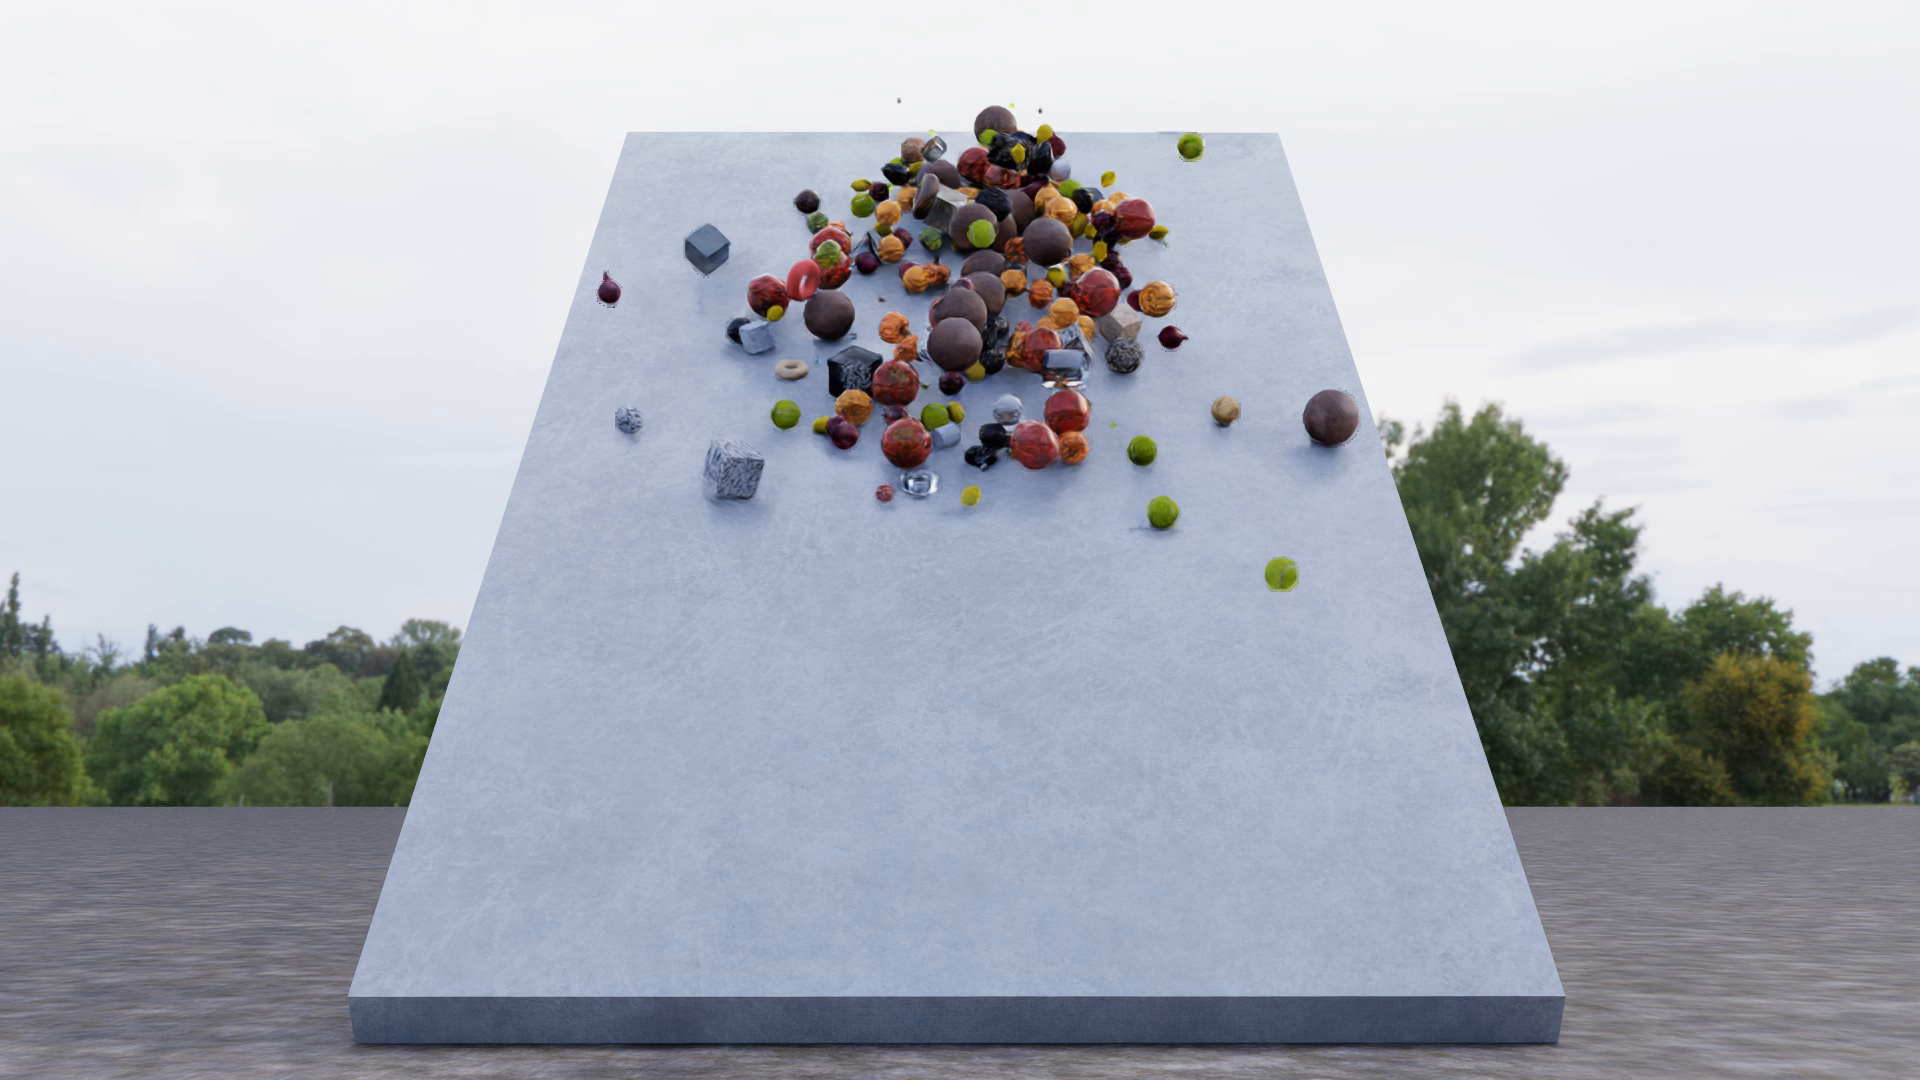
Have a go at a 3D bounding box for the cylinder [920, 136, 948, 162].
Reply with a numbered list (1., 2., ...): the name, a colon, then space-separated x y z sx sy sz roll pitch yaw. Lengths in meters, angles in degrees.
1. cylinder: -0.069 -1.049 6.486 0.052 0.052 0.052 -37 -26 29

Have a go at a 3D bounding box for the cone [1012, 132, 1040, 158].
1. cone: 0.170 -1.108 6.982 0.100 0.100 0.100 11 -34 8

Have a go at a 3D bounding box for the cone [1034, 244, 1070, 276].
1. cone: 0.231 -0.760 6.399 0.089 0.089 0.089 35 10 24

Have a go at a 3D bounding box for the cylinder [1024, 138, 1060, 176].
1. cylinder: 0.232 -1.129 7.125 0.092 0.092 0.092 -6 18 45

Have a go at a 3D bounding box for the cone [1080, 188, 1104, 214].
1. cone: 0.360 -0.948 6.822 0.075 0.075 0.075 2 -10 -17

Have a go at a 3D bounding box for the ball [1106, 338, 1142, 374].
1. ball: 0.405 -0.455 5.960 0.091 0.091 0.091 0 -6 0

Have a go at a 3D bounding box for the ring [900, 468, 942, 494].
1. ring: -0.089 -0.133 5.462 0.092 0.031 0.092 1 31 -1

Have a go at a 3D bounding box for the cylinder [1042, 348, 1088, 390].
1. cylinder: 0.245 -0.395 5.597 0.091 0.091 0.091 4 -5 13

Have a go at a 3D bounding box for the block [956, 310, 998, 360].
1. block: 0.042 -0.512 6.033 0.080 0.080 0.080 7 -34 13

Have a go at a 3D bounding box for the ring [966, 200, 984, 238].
1. ring: 0.040 -0.888 6.690 0.036 0.107 0.107 0 -6 12

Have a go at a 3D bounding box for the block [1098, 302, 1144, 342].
1. block: 0.406 -0.544 6.114 0.071 0.071 0.071 -23 -33 -34

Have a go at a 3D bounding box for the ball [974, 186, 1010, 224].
1. ball: 0.087 -0.895 6.460 0.099 0.099 0.099 0 -6 0

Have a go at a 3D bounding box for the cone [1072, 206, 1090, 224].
1. cone: 0.343 -0.918 6.758 0.052 0.052 0.052 10 -26 5

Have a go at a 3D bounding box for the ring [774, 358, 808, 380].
1. ring: -0.415 -0.421 5.960 0.084 0.028 0.084 1 31 -1

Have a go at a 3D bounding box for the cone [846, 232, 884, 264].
1. cone: -0.272 -0.772 6.549 0.096 0.096 0.096 -25 -11 9

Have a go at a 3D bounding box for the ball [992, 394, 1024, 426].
1. ball: 0.111 -0.299 5.579 0.072 0.072 0.072 0 -6 0

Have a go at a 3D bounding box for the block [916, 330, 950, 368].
1. block: -0.065 -0.459 5.807 0.055 0.055 0.055 -36 -62 15

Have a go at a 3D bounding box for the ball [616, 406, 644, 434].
1. ball: -0.776 -0.282 5.681 0.065 0.065 0.065 0 -6 0

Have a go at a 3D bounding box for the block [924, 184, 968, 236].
1. block: -0.039 -0.916 6.696 0.088 0.088 0.088 23 33 -12

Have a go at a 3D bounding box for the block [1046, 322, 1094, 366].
1. block: 0.272 -0.469 5.961 0.083 0.083 0.083 -25 29 14

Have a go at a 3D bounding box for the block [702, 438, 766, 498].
1. block: -0.508 -0.161 5.419 0.094 0.094 0.094 4 24 -33

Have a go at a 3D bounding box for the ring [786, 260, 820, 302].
1. ring: -0.394 -0.652 6.072 0.037 0.110 0.110 30 11 33

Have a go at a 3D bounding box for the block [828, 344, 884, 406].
1. block: -0.251 -0.399 5.850 0.096 0.096 0.096 23 39 32

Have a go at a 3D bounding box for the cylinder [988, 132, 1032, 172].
1. cylinder: 0.140 -1.087 6.766 0.092 0.092 0.092 20 1 19

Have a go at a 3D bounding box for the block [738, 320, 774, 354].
1. block: -0.511 -0.510 6.058 0.061 0.061 0.061 -22 22 -21

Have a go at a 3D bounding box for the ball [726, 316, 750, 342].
1. ball: -0.557 -0.532 6.111 0.066 0.066 0.066 0 -6 0

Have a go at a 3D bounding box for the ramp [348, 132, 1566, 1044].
1. ramp: -0.013 -0.209 5.724 2.000 0.100 4.000 0 30 0

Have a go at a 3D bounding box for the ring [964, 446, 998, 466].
1. ring: 0.050 -0.194 5.572 0.080 0.027 0.080 1 29 0

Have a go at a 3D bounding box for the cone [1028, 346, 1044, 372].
1. cone: 0.198 -0.457 5.990 0.063 0.063 0.063 0 30 0

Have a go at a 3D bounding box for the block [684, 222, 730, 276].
1. block: -0.675 -0.778 6.459 0.083 0.083 0.083 -40 -17 -25

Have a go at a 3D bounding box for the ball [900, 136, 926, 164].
1. ball: -0.133 -1.121 6.958 0.079 0.079 0.079 0 -6 0

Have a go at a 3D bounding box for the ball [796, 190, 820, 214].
1. ball: -0.431 -0.959 6.847 0.070 0.070 0.070 0 -6 0

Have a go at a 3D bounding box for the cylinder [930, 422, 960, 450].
1. cylinder: -0.033 -0.242 5.629 0.050 0.050 0.050 -20 4 -29

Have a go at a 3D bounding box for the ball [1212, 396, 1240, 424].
1. ball: 0.630 -0.310 5.736 0.066 0.066 0.066 0 -6 0

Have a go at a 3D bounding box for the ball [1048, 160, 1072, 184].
1. ball: 0.283 -1.049 6.869 0.068 0.068 0.068 0 -6 0
